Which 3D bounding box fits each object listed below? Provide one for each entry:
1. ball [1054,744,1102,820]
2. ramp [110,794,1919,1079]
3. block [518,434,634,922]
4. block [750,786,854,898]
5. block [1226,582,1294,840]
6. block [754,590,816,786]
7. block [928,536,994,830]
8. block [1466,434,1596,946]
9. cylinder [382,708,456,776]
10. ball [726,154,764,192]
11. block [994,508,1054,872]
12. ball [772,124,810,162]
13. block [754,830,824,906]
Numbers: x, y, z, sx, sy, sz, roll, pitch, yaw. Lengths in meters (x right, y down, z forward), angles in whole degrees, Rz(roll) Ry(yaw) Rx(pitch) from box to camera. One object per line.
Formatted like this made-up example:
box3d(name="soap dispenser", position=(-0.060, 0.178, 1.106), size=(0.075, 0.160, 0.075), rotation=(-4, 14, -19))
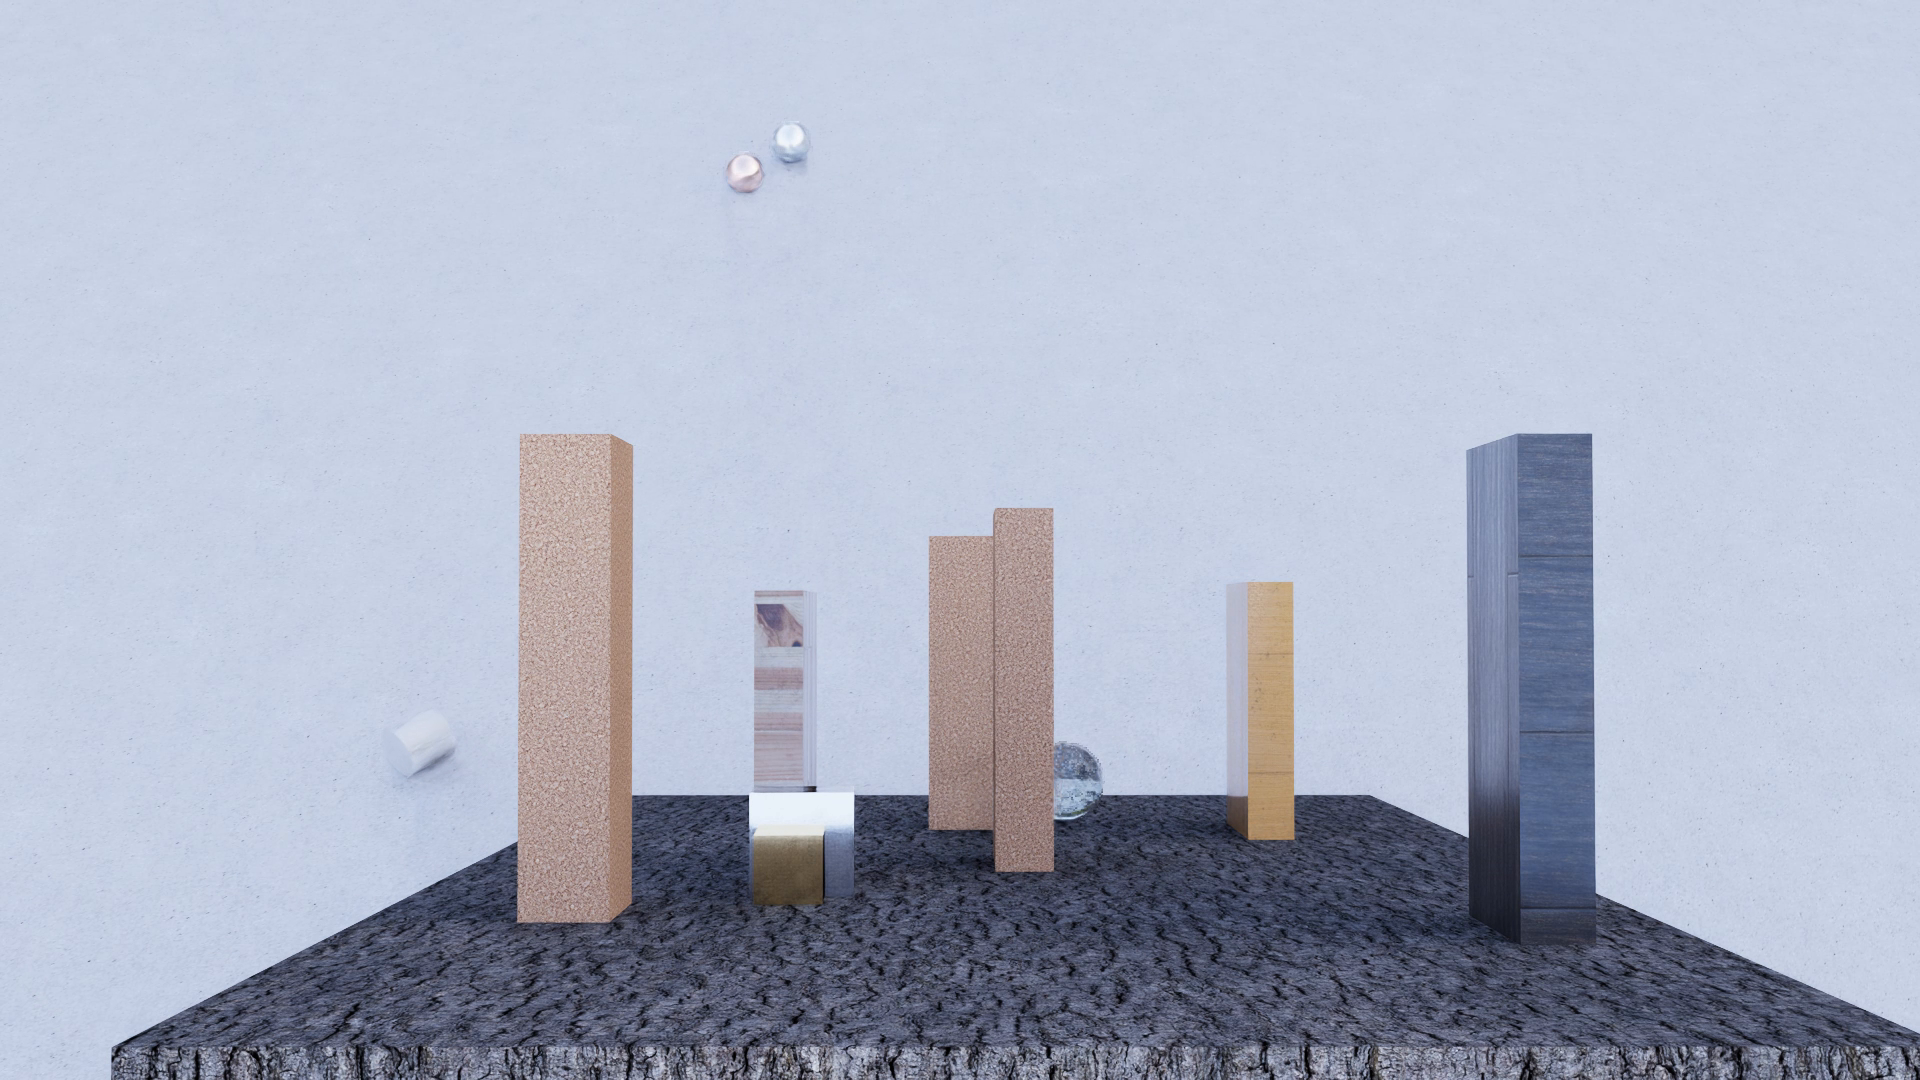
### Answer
box3d(name="ball", position=(0.241, 0.557, 5.977), size=(0.175, 0.175, 0.175), rotation=(0, 35, 0))
box3d(name="ramp", position=(0.077, 0.661, 4.822), size=(2.000, 0.100, 4.000), rotation=(0, -2, 0))
box3d(name="block", position=(-0.608, 0.215, 4.123), size=(0.141, 0.749, 0.271), rotation=(0, -2, 0))
box3d(name="block", position=(-0.267, 0.512, 4.421), size=(0.174, 0.174, 0.174), rotation=(0, -2, -2))
box3d(name="block", position=(0.653, 0.365, 5.677), size=(0.097, 0.541, 0.435), rotation=(0, -2, 0))
box3d(name="block", position=(-0.315, 0.351, 4.730), size=(0.085, 0.514, 0.435), rotation=(0, -2, 0))
box3d(name="block", position=(0.005, 0.318, 5.850), size=(0.146, 0.646, 0.276), rotation=(0, -2, 0))
box3d(name="block", position=(0.852, 0.218, 3.896), size=(0.108, 0.730, 0.375), rotation=(0, -2, 0))
box3d(name="cylinder", position=(-1.463, 0.546, 7.021), size=(0.138, 0.138, 0.138), rotation=(29, 44, 35))
box3d(name="ball", position=(-0.811, -1.384, 9.802), size=(0.145, 0.145, 0.145), rotation=(0, 35, 0))
box3d(name="block", position=(0.119, 0.280, 4.942), size=(0.107, 0.669, 0.327), rotation=(0, -2, 0))
box3d(name="ball", position=(-0.652, -1.533, 10.015), size=(0.148, 0.148, 0.148), rotation=(0, 35, 0))
box3d(name="block", position=(-0.281, 0.538, 4.276), size=(0.113, 0.113, 0.113), rotation=(0, -2, -2))
